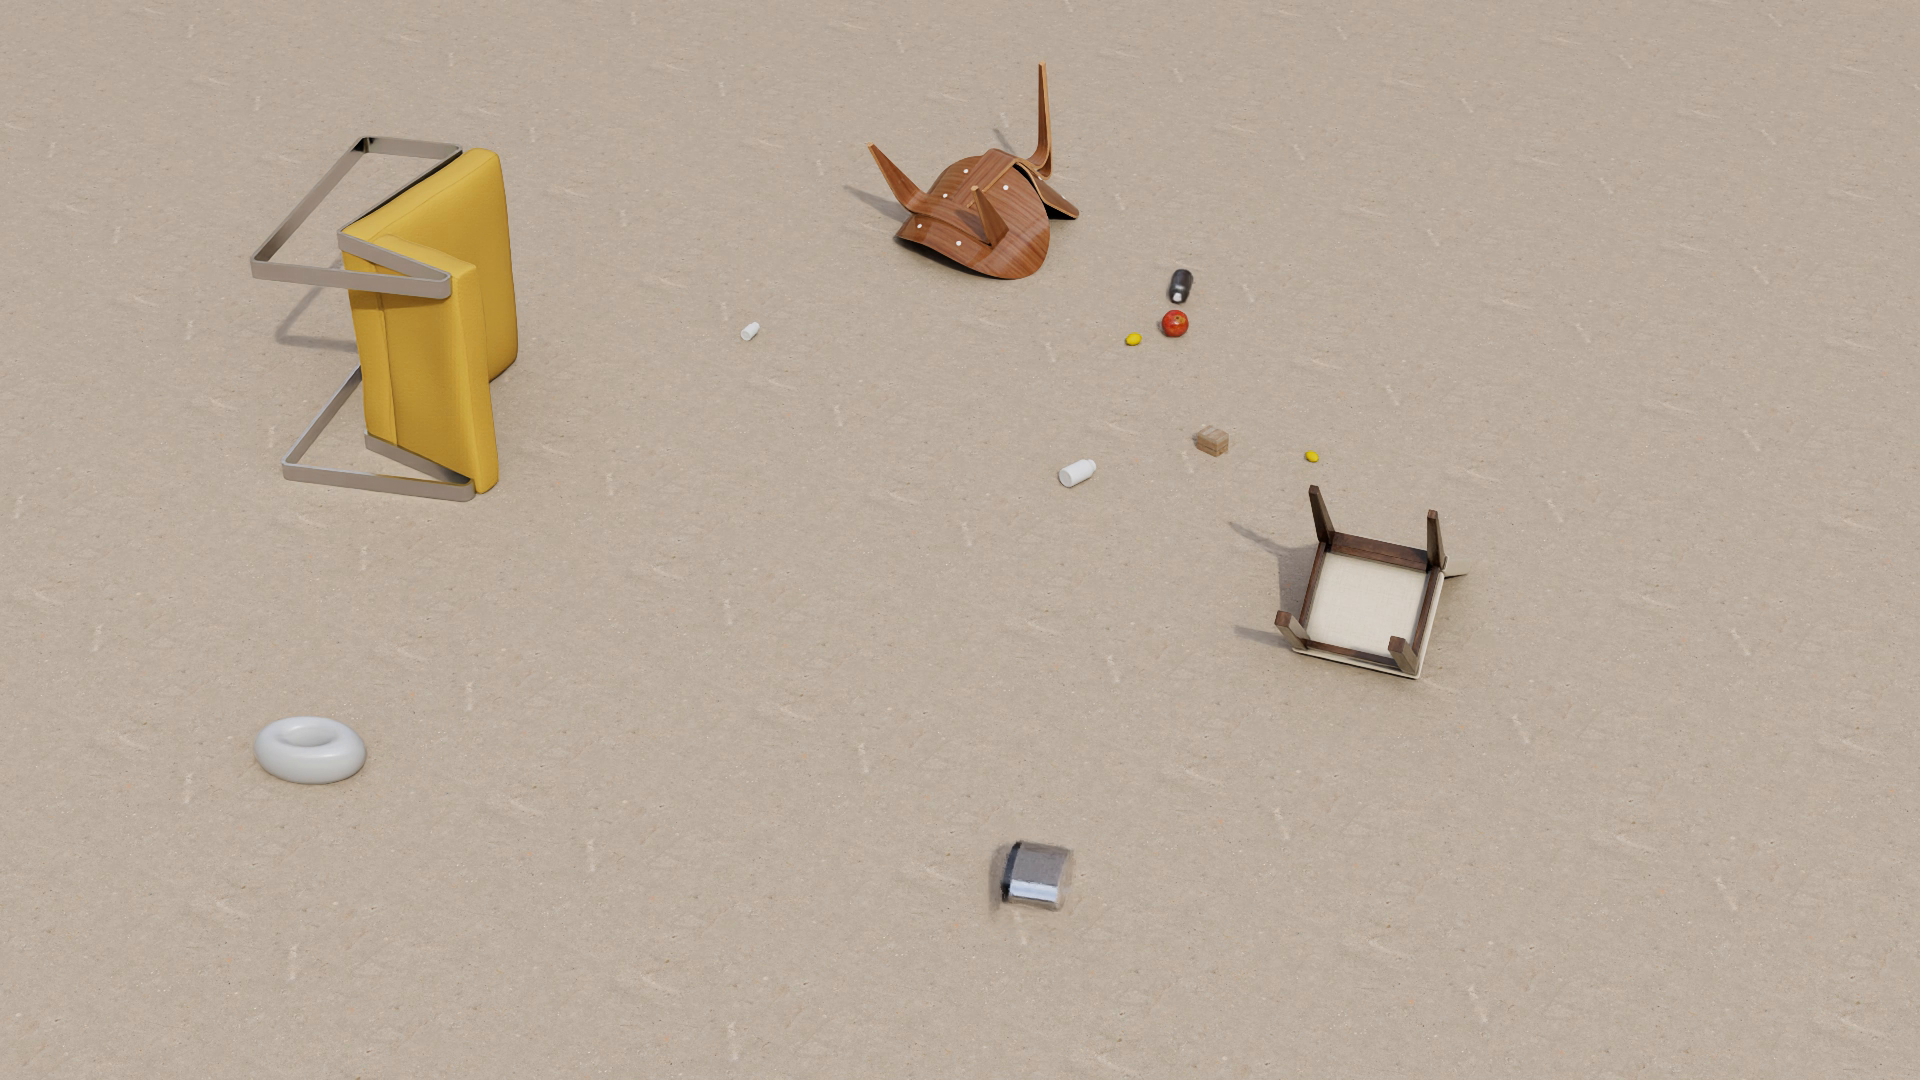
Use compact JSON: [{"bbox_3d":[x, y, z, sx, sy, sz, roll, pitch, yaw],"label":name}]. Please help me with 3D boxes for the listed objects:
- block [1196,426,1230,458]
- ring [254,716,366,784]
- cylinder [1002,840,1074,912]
[{"bbox_3d":[0.989,-0.386,11.461,0.097,0.076,0.074,27,42,35],"label":"block"},{"bbox_3d":[-2.164,0.698,9.755,0.386,0.144,0.244,5,35,10],"label":"ring"},{"bbox_3d":[0.246,1.050,9.171,0.173,0.185,0.286,8,17,11],"label":"cylinder"}]
